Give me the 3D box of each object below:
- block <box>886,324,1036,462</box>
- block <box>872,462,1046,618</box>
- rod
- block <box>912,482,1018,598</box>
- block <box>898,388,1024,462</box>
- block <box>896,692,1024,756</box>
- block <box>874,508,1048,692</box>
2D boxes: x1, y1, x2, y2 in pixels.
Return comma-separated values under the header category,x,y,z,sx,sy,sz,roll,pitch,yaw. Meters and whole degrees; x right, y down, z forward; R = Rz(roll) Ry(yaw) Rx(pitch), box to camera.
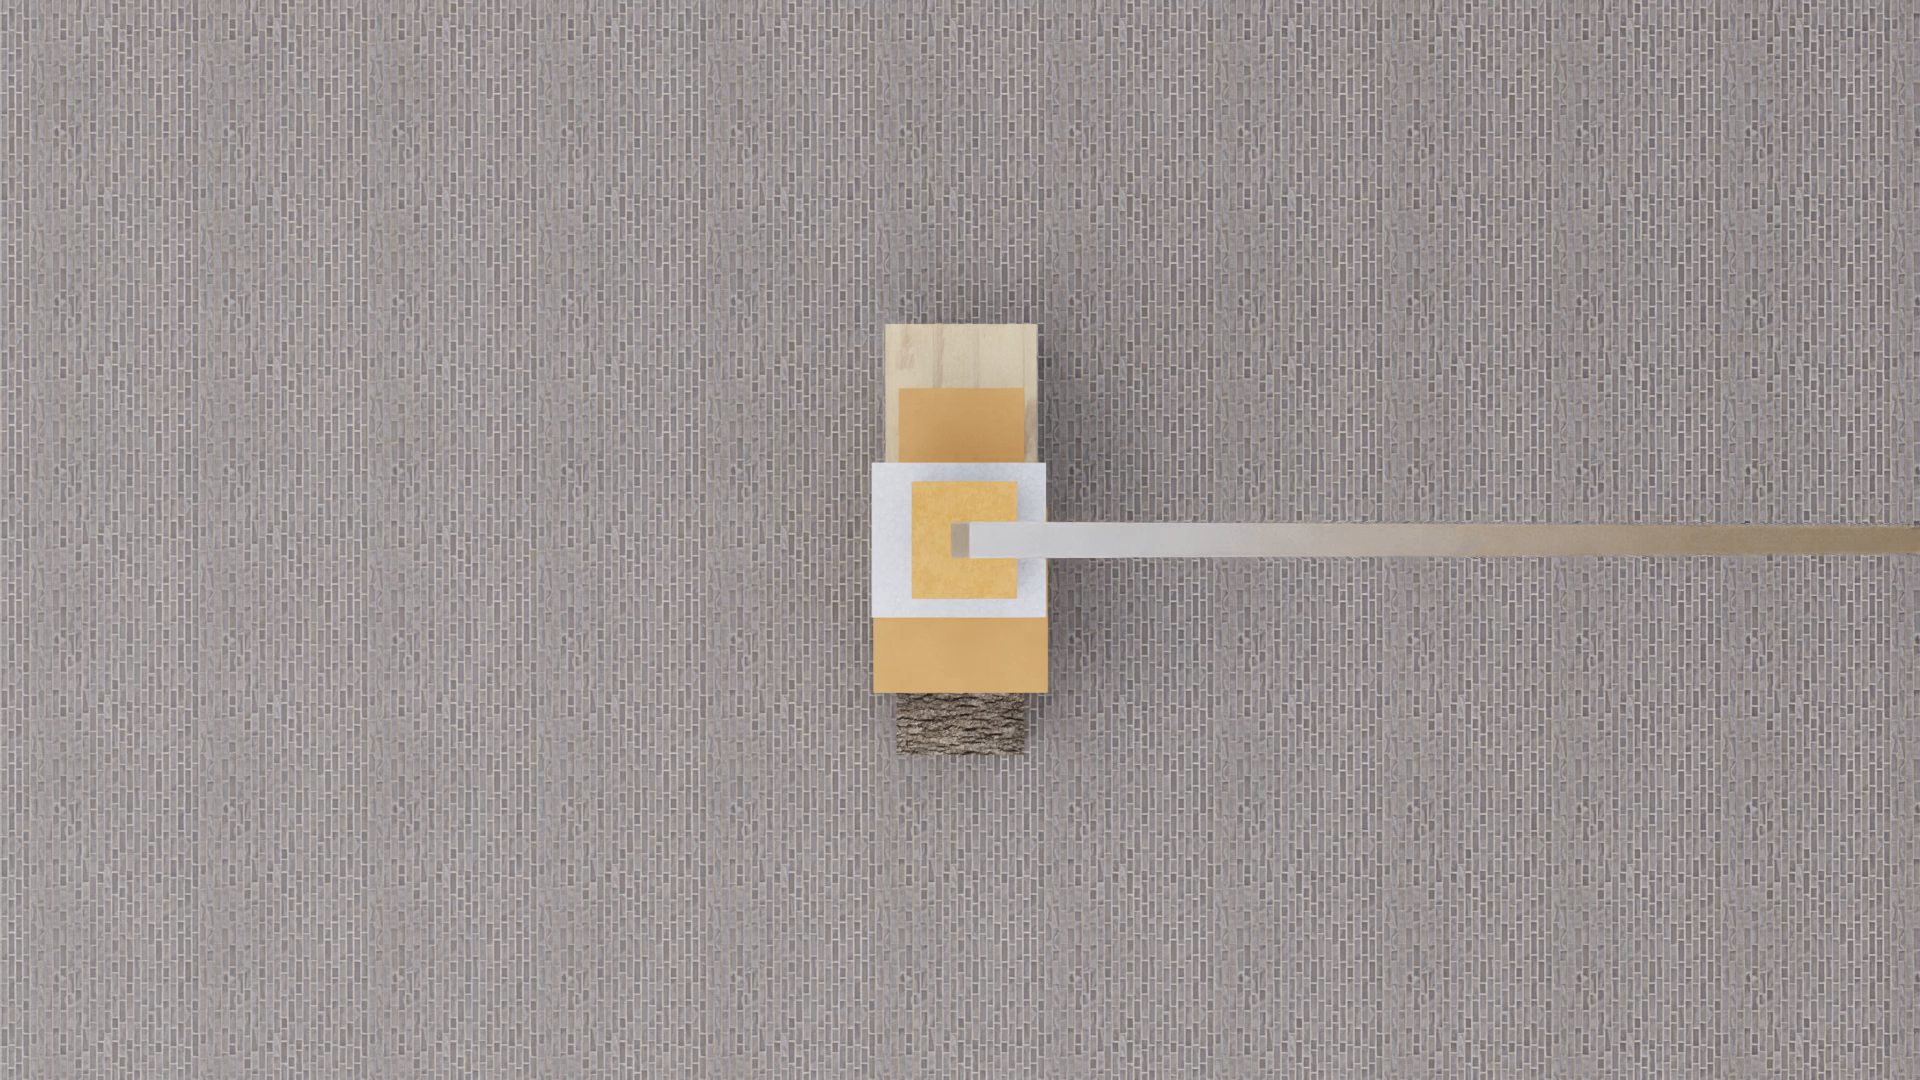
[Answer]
category,x,y,z,sx,sy,sz,roll,pitch,yaw
block,0.006,-0.783,12.596,0.838,0.807,0.829,0,90,0
block,-0.005,0.000,10.214,0.782,0.686,0.694,0,90,0
rod,2.234,0.000,6.174,5.200,0.080,0.080,0,90,-31
block,0.019,0.000,9.638,0.450,0.466,0.503,0,90,0
block,0.008,-0.483,11.841,0.656,0.692,0.611,0,89,0
block,0.003,0.805,12.623,0.712,0.755,0.785,0,90,0
block,0.003,0.310,11.713,0.891,0.945,0.941,0,90,0
